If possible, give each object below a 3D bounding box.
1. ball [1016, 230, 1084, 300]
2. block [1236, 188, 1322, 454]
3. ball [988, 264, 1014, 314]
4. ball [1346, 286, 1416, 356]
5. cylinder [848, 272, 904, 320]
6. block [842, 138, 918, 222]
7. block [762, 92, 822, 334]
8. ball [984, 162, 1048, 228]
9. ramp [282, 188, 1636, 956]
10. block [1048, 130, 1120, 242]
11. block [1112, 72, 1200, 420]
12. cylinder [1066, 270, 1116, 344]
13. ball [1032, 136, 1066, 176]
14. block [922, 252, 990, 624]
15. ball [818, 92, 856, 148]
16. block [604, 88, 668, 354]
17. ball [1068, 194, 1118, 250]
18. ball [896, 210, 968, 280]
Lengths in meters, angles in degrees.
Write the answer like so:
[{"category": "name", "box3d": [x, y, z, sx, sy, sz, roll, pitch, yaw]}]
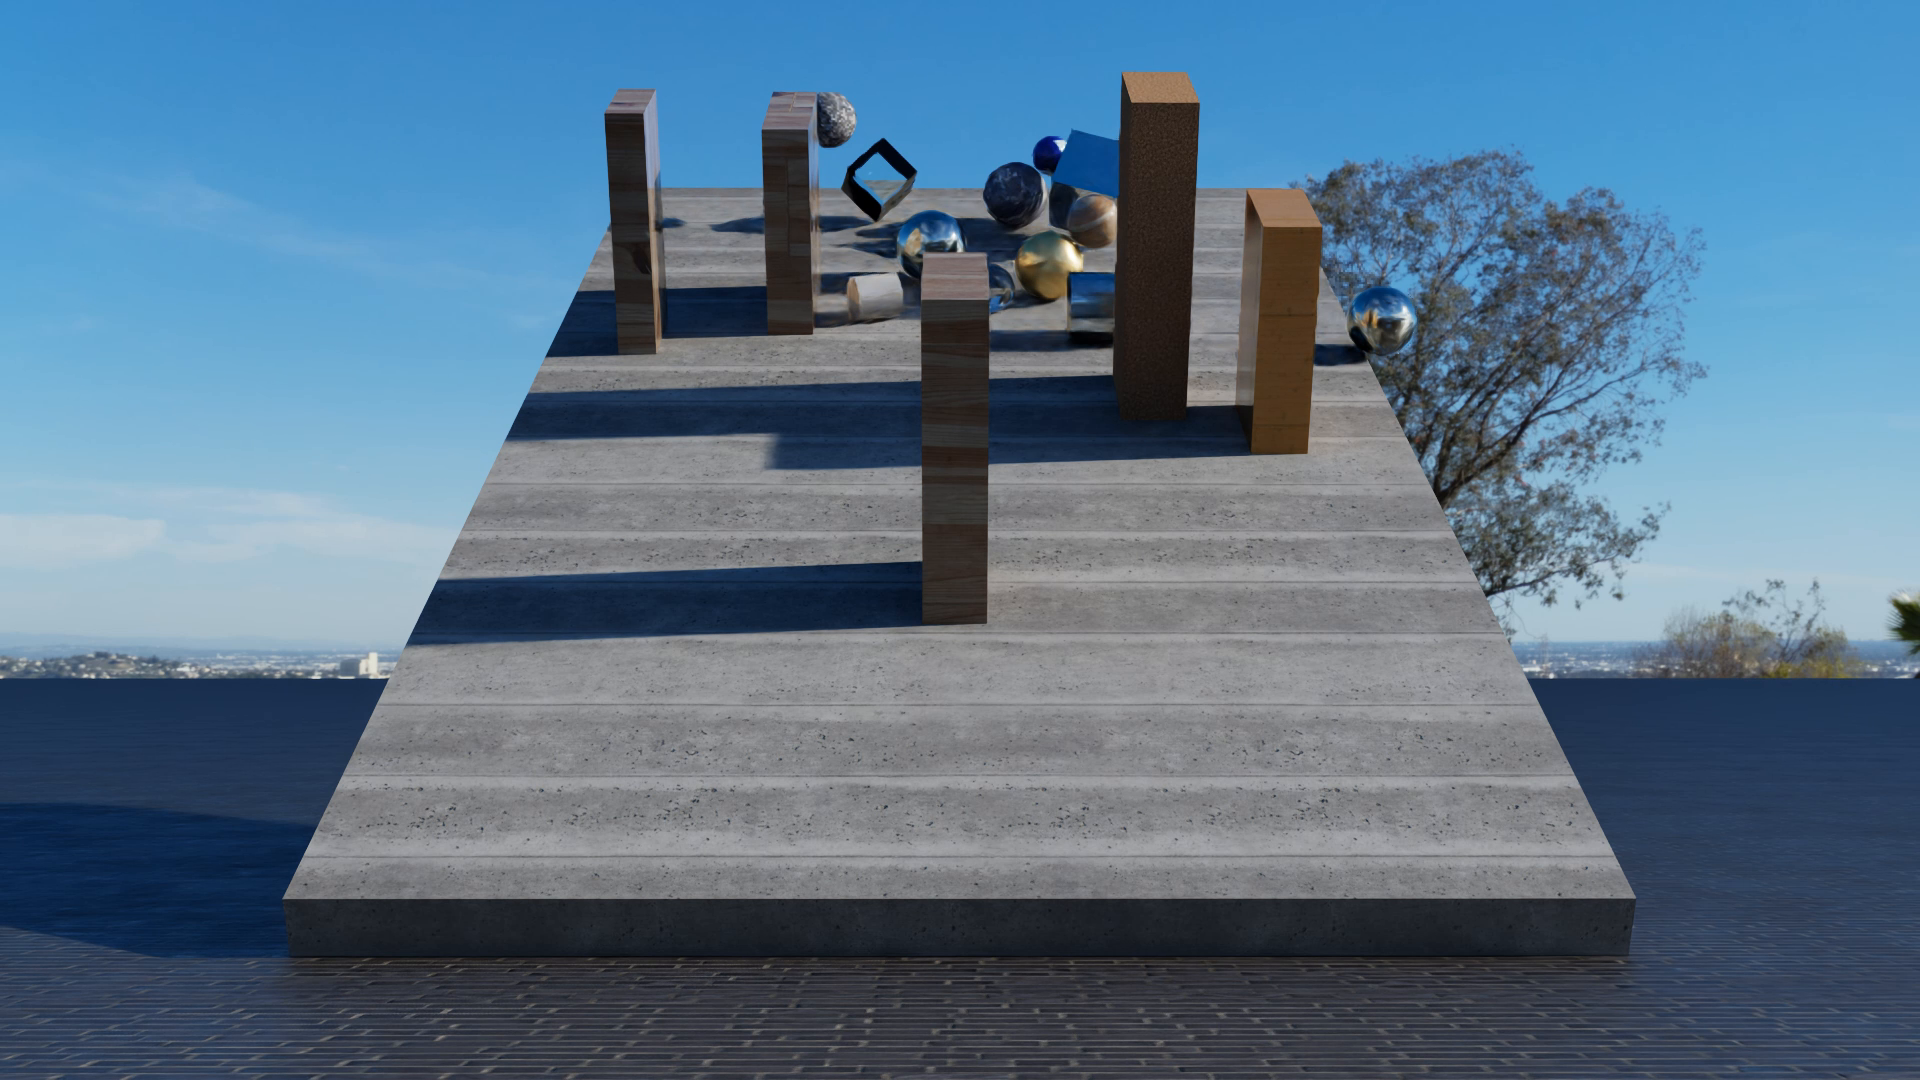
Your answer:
[{"category": "ball", "box3d": [0.233, -0.715, 6.048, 0.179, 0.179, 0.179, 0, -3, 0]}, {"category": "block", "box3d": [0.697, -0.484, 5.109, 0.124, 0.511, 0.306, 0, 24, 0]}, {"category": "ball", "box3d": [0.077, -0.645, 5.954, 0.125, 0.125, 0.125, 0, -3, 0]}, {"category": "ball", "box3d": [1.026, -0.534, 5.657, 0.169, 0.169, 0.169, 0, -3, 0]}, {"category": "cylinder", "box3d": [-0.216, -0.619, 5.903, 0.114, 0.114, 0.114, -8, -1, -18]}, {"category": "block", "box3d": [-0.232, -1.036, 6.687, 0.143, 0.143, 0.143, -44, -5, -20]}, {"category": "block", "box3d": [-0.424, -0.834, 5.889, 0.113, 0.520, 0.406, 0, 24, 0]}, {"category": "ball", "box3d": [0.160, -0.992, 6.672, 0.185, 0.185, 0.185, 0, -3, 0]}, {"category": "ramp", "box3d": [-0.008, -0.227, 5.281, 2.000, 0.100, 4.000, 0, 24, 0]}, {"category": "block", "box3d": [0.372, -0.987, 6.473, 0.194, 0.194, 0.194, 16, -30, 10]}, {"category": "block", "box3d": [0.439, -0.665, 5.253, 0.147, 0.726, 0.305, 0, 24, 0]}, {"category": "cylinder", "box3d": [0.353, -0.579, 5.750, 0.167, 0.167, 0.167, -7, -4, 3]}, {"category": "ball", "box3d": [0.261, -1.091, 6.593, 0.113, 0.113, 0.113, 0, -3, 0]}, {"category": "block", "box3d": [-0.009, -0.188, 4.289, 0.119, 0.625, 0.282, 0, 24, 0]}, {"category": "ball", "box3d": [-0.376, -1.205, 6.654, 0.160, 0.160, 0.160, 0, -3, 0]}, {"category": "block", "box3d": [-0.787, -0.777, 5.667, 0.092, 0.594, 0.258, 0, 24, 0]}, {"category": "ball", "box3d": [0.350, -0.829, 6.051, 0.141, 0.141, 0.141, 0, -3, 0]}, {"category": "ball", "box3d": [-0.075, -0.782, 6.182, 0.191, 0.191, 0.191, 0, -3, 0]}]
